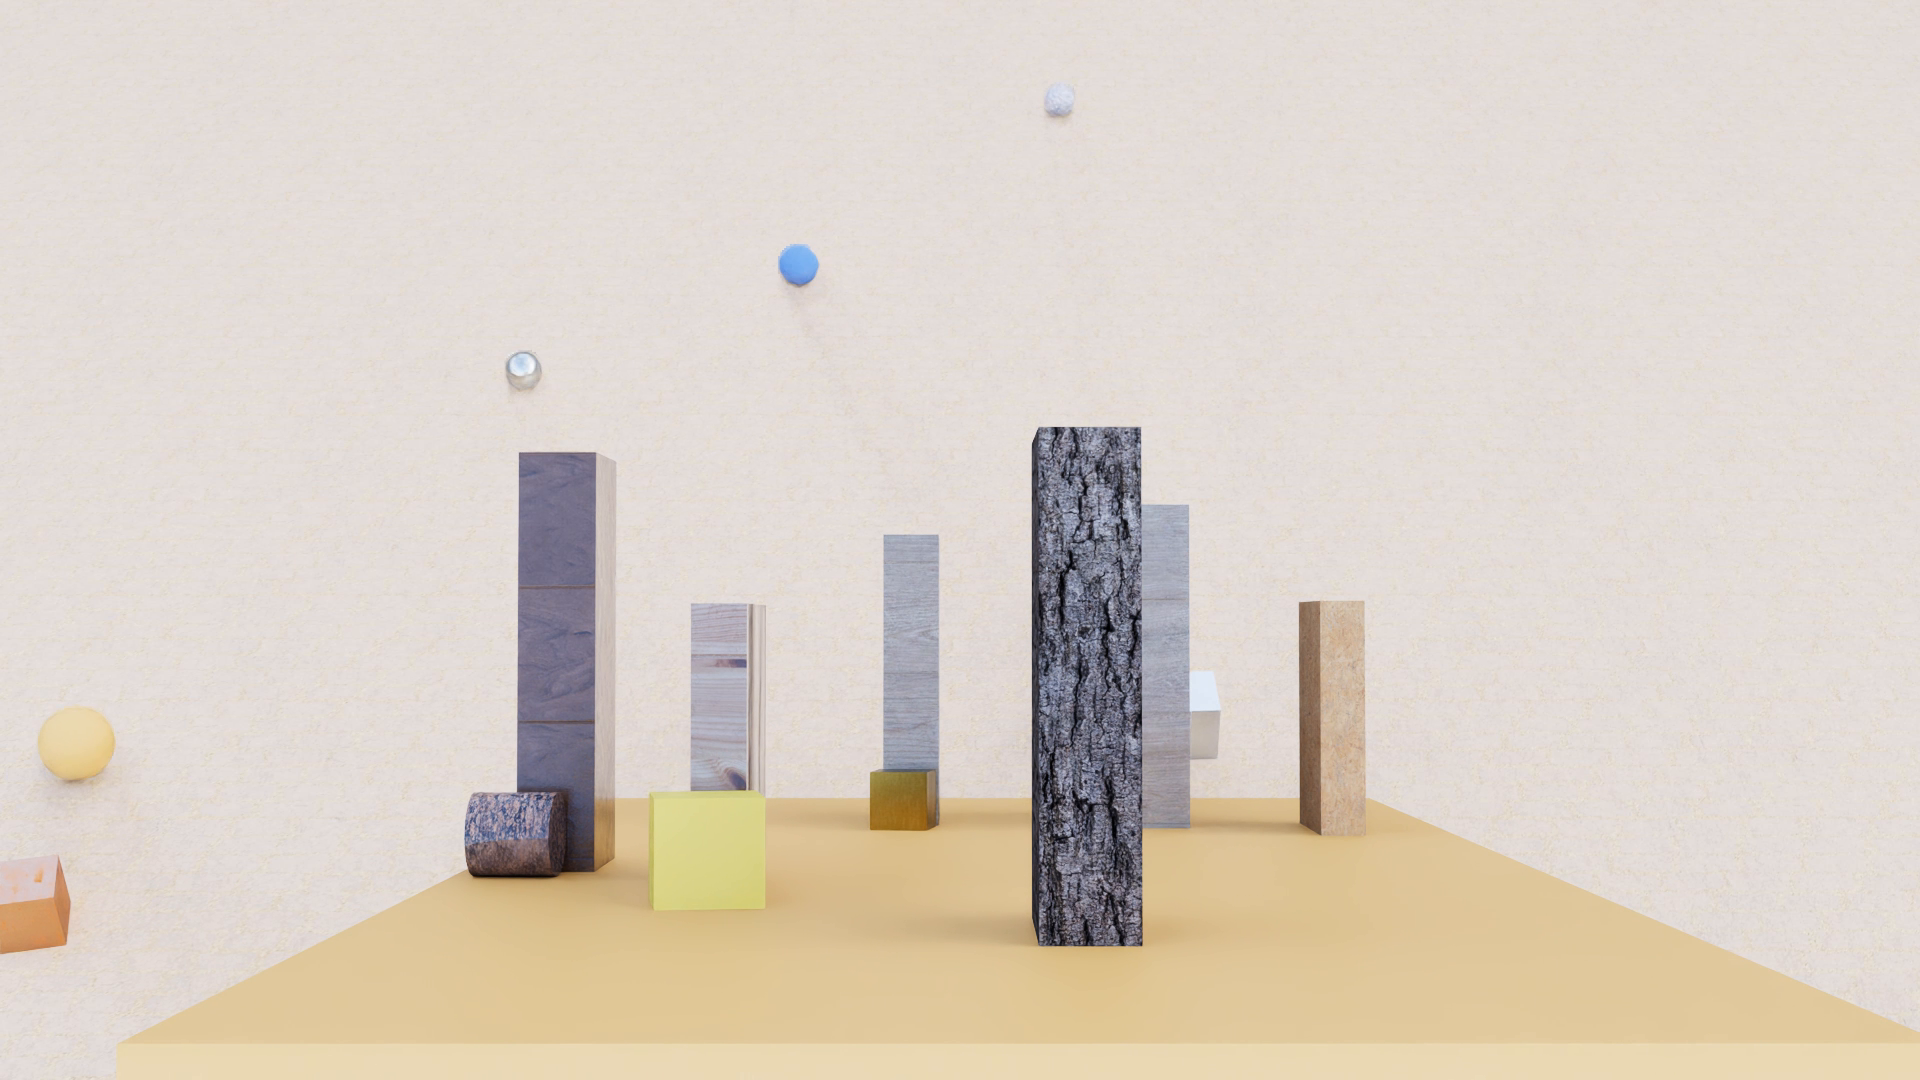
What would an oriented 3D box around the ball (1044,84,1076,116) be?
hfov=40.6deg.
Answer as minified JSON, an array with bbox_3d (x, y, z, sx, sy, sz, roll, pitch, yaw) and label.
[{"bbox_3d":[0.396,-1.748,10.324,0.125,0.125,0.125,0,35,0],"label":"ball"}]

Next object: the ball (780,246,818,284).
[{"bbox_3d":[-0.570,-0.975,9.210,0.140,0.140,0.140,0,35,0],"label":"ball"}]

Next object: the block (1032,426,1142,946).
[{"bbox_3d":[0.186,0.214,3.892,0.147,0.741,0.371,0,-2,0],"label":"block"}]

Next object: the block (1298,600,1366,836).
[{"bbox_3d":[0.830,0.391,5.806,0.097,0.508,0.359,0,-2,0],"label":"block"}]

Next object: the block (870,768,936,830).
[{"bbox_3d":[-0.128,0.582,5.829,0.129,0.129,0.129,0,-2,8],"label":"block"}]

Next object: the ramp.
[{"bbox_3d":[0.077,0.665,4.838,2.000,0.100,4.000,0,-2,0],"label":"ramp"}]

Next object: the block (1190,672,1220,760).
[{"bbox_3d":[0.614,0.481,7.111,0.171,0.171,0.171,-1,35,-2],"label":"block"}]

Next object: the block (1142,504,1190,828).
[{"bbox_3d":[0.462,0.290,6.038,0.108,0.727,0.414,0,-2,0],"label":"block"}]

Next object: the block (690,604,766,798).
[{"bbox_3d":[-0.406,0.360,4.583,0.095,0.493,0.430,0,-2,0],"label":"block"}]

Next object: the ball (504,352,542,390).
[{"bbox_3d":[-1.452,-0.563,8.638,0.124,0.124,0.124,0,35,0],"label":"ball"}]

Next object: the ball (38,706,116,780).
[{"bbox_3d":[-2.378,0.548,6.991,0.199,0.199,0.199,0,35,0],"label":"ball"}]

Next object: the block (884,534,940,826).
[{"bbox_3d":[-0.111,0.324,6.091,0.127,0.662,0.363,0,-2,0],"label":"block"}]

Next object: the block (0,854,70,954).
[{"bbox_3d":[-2.332,0.912,6.505,0.162,0.162,0.162,-7,36,-10],"label":"block"}]

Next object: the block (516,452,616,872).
[{"bbox_3d":[-0.748,0.230,4.956,0.144,0.778,0.286,0,-2,0],"label":"block"}]

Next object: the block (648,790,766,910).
[{"bbox_3d":[-0.417,0.507,4.263,0.179,0.179,0.179,0,-2,-9],"label":"block"}]
